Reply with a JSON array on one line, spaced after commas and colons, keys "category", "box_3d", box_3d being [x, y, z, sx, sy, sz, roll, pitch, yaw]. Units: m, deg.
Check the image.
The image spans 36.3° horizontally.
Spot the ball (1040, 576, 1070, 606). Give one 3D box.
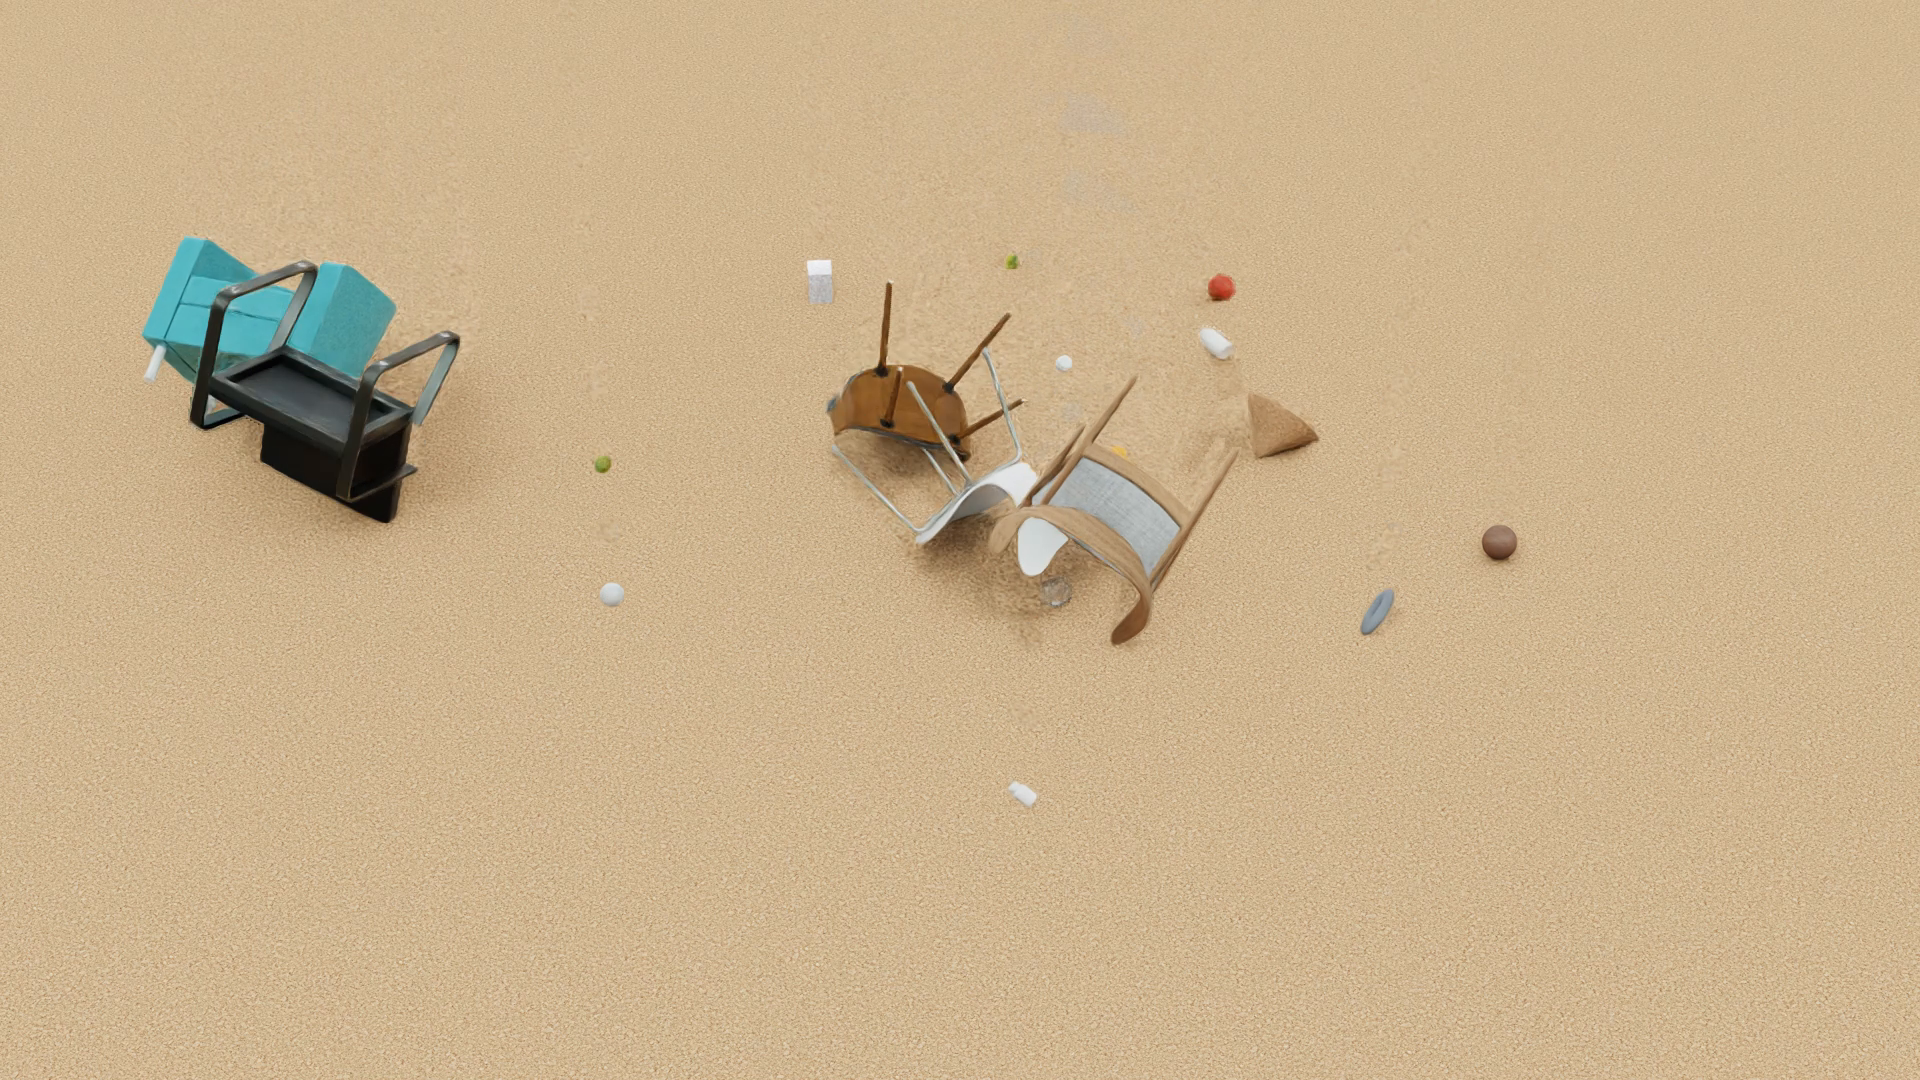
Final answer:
[{"category": "ball", "box_3d": [0.343, 0.186, 10.563, 0.109, 0.109, 0.109, 0, 33, 0]}]

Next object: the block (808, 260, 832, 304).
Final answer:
[{"category": "block", "box_3d": [-0.596, -1.100, 12.489, 0.099, 0.138, 0.126, -2, 33, -4]}]

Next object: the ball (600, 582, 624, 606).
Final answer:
[{"category": "ball", "box_3d": [-1.254, 0.195, 10.568, 0.088, 0.088, 0.088, 0, 33, 0]}]

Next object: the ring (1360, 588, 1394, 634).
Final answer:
[{"category": "ring", "box_3d": [1.493, 0.254, 10.477, 0.039, 0.108, 0.264, 46, 45, -11]}]

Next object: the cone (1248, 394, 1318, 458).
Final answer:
[{"category": "cone", "box_3d": [1.206, -0.398, 11.439, 0.325, 0.308, 0.196, 30, 82, 24]}]
